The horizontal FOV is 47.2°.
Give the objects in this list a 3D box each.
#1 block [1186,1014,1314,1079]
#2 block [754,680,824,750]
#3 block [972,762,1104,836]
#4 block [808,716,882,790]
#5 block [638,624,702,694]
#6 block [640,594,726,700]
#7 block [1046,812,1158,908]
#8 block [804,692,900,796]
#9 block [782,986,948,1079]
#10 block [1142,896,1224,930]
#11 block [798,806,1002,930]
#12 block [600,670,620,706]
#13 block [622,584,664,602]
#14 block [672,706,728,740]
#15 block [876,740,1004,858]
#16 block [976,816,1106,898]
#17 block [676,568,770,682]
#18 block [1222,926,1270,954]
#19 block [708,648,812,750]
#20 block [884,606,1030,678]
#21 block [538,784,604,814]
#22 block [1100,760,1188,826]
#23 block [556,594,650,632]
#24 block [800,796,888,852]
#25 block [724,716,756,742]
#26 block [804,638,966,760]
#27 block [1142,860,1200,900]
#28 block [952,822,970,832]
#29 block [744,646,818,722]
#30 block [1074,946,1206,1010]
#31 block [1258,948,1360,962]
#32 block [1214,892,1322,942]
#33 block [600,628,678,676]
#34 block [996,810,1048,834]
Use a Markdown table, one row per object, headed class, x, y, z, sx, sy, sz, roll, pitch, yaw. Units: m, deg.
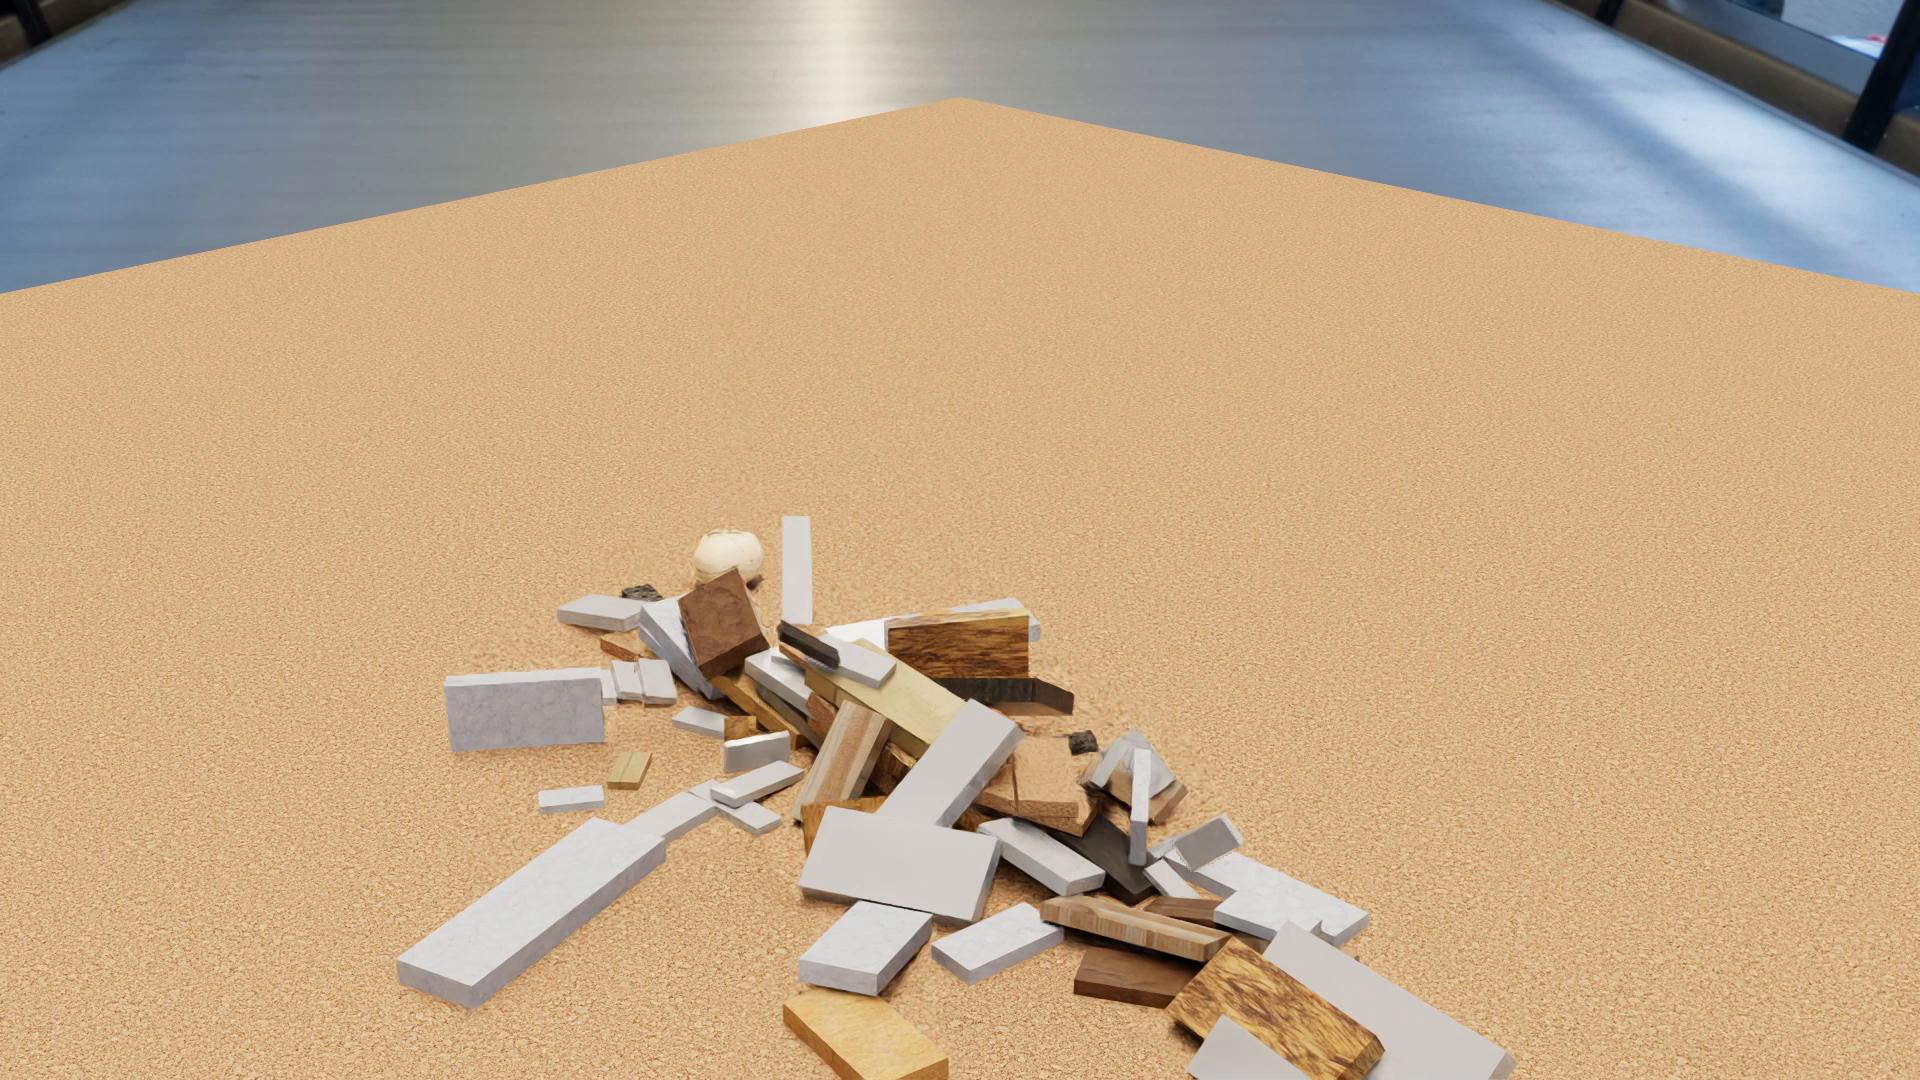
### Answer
| class | x | y | z | sx | sy | sz | roll | pitch | yaw |
| --- | --- | --- | --- | --- | --- | --- | --- | --- | --- |
| block | 0.477 | 0.874 | 3.570 | 0.031 | 0.111 | 0.221 | 38 | -5 | -40 |
| block | -0.311 | 0.363 | 4.729 | 0.126 | 0.036 | 0.253 | -21 | 48 | -40 |
| block | 0.152 | 0.502 | 4.285 | 0.229 | 0.032 | 0.114 | 16 | 29 | 18 |
| block | -0.189 | 0.425 | 4.620 | 0.126 | 0.036 | 0.253 | -22 | 48 | -41 |
| block | -0.622 | 0.257 | 5.031 | 0.116 | 0.033 | 0.232 | -19 | 45 | -40 |
| block | -0.581 | 0.237 | 5.004 | 0.156 | 0.044 | 0.312 | -15 | 43 | -36 |
| block | 0.286 | 0.604 | 4.220 | 0.114 | 0.032 | 0.229 | -21 | 46 | -41 |
| block | -0.144 | 0.415 | 4.537 | 0.171 | 0.048 | 0.342 | -23 | 58 | -42 |
| block | -0.162 | 0.844 | 3.718 | 0.146 | 0.041 | 0.292 | -15 | 27 | -32 |
| block | 0.419 | 0.687 | 4.042 | 0.172 | 0.024 | 0.086 | -3 | 12 | 39 |
| block | -0.113 | 0.616 | 4.136 | 0.346 | 0.049 | 0.173 | 8 | 57 | 19 |
| block | -0.797 | 0.333 | 4.952 | 0.070 | 0.020 | 0.140 | 0 | 23 | 0 |
| block | -0.768 | 0.149 | 5.383 | 0.072 | 0.020 | 0.144 | -12 | 26 | -26 |
| block | -0.552 | 0.399 | 4.795 | 0.139 | 0.020 | 0.069 | 12 | 26 | 26 |
| block | 0.010 | 0.493 | 4.408 | 0.342 | 0.048 | 0.171 | 37 | 40 | 29 |
| block | 0.152 | 0.599 | 4.179 | 0.232 | 0.033 | 0.116 | 28 | 20 | 36 |
| block | -0.530 | 0.185 | 4.901 | 0.156 | 0.044 | 0.312 | -28 | 31 | -1 |
| block | 0.514 | 0.710 | 3.970 | 0.172 | 0.024 | 0.086 | 1 | 15 | 41 |
| block | -0.402 | 0.337 | 4.823 | 0.156 | 0.044 | 0.312 | -21 | 43 | -40 |
| block | -0.007 | 0.248 | 4.969 | 0.323 | 0.162 | 0.046 | -5 | 24 | -12 |
| block | -0.793 | 0.530 | 4.488 | 0.130 | 0.018 | 0.065 | -5 | 23 | -11 |
| block | 0.365 | 0.501 | 4.479 | 0.097 | 0.027 | 0.194 | -47 | 41 | -13 |
| block | -0.843 | 0.174 | 5.261 | 0.232 | 0.033 | 0.116 | 6 | 21 | 37 |
| block | -0.218 | 0.558 | 4.329 | 0.181 | 0.090 | 0.026 | -5 | -7 | -12 |
| block | -0.467 | 0.405 | 4.671 | 0.017 | 0.060 | 0.120 | 2 | -7 | -31 |
| block | -0.135 | 0.327 | 4.514 | 0.342 | 0.048 | 0.171 | 30 | 36 | 29 |
| block | 0.399 | 0.652 | 4.151 | 0.052 | 0.015 | 0.103 | -22 | 57 | -41 |
| block | 0.012 | 0.598 | 4.271 | 0.131 | 0.066 | 0.019 | 24 | -8 | 44 |
| block | -0.334 | 0.301 | 4.710 | 0.126 | 0.036 | 0.253 | -19 | 35 | -38 |
| block | 0.320 | 0.778 | 3.888 | 0.219 | 0.031 | 0.109 | 7 | 24 | 15 |
| block | 0.587 | 0.745 | 3.900 | 0.110 | 0.031 | 0.221 | -18 | 17 | -40 |
| block | 0.550 | 0.680 | 3.930 | 0.172 | 0.024 | 0.086 | 14 | 23 | 33 |
| block | -0.716 | 0.256 | 5.116 | 0.232 | 0.033 | 0.116 | 19 | 29 | 37 |
| block | 0.170 | 0.550 | 4.318 | 0.114 | 0.032 | 0.229 | -21 | 50 | -41 |
